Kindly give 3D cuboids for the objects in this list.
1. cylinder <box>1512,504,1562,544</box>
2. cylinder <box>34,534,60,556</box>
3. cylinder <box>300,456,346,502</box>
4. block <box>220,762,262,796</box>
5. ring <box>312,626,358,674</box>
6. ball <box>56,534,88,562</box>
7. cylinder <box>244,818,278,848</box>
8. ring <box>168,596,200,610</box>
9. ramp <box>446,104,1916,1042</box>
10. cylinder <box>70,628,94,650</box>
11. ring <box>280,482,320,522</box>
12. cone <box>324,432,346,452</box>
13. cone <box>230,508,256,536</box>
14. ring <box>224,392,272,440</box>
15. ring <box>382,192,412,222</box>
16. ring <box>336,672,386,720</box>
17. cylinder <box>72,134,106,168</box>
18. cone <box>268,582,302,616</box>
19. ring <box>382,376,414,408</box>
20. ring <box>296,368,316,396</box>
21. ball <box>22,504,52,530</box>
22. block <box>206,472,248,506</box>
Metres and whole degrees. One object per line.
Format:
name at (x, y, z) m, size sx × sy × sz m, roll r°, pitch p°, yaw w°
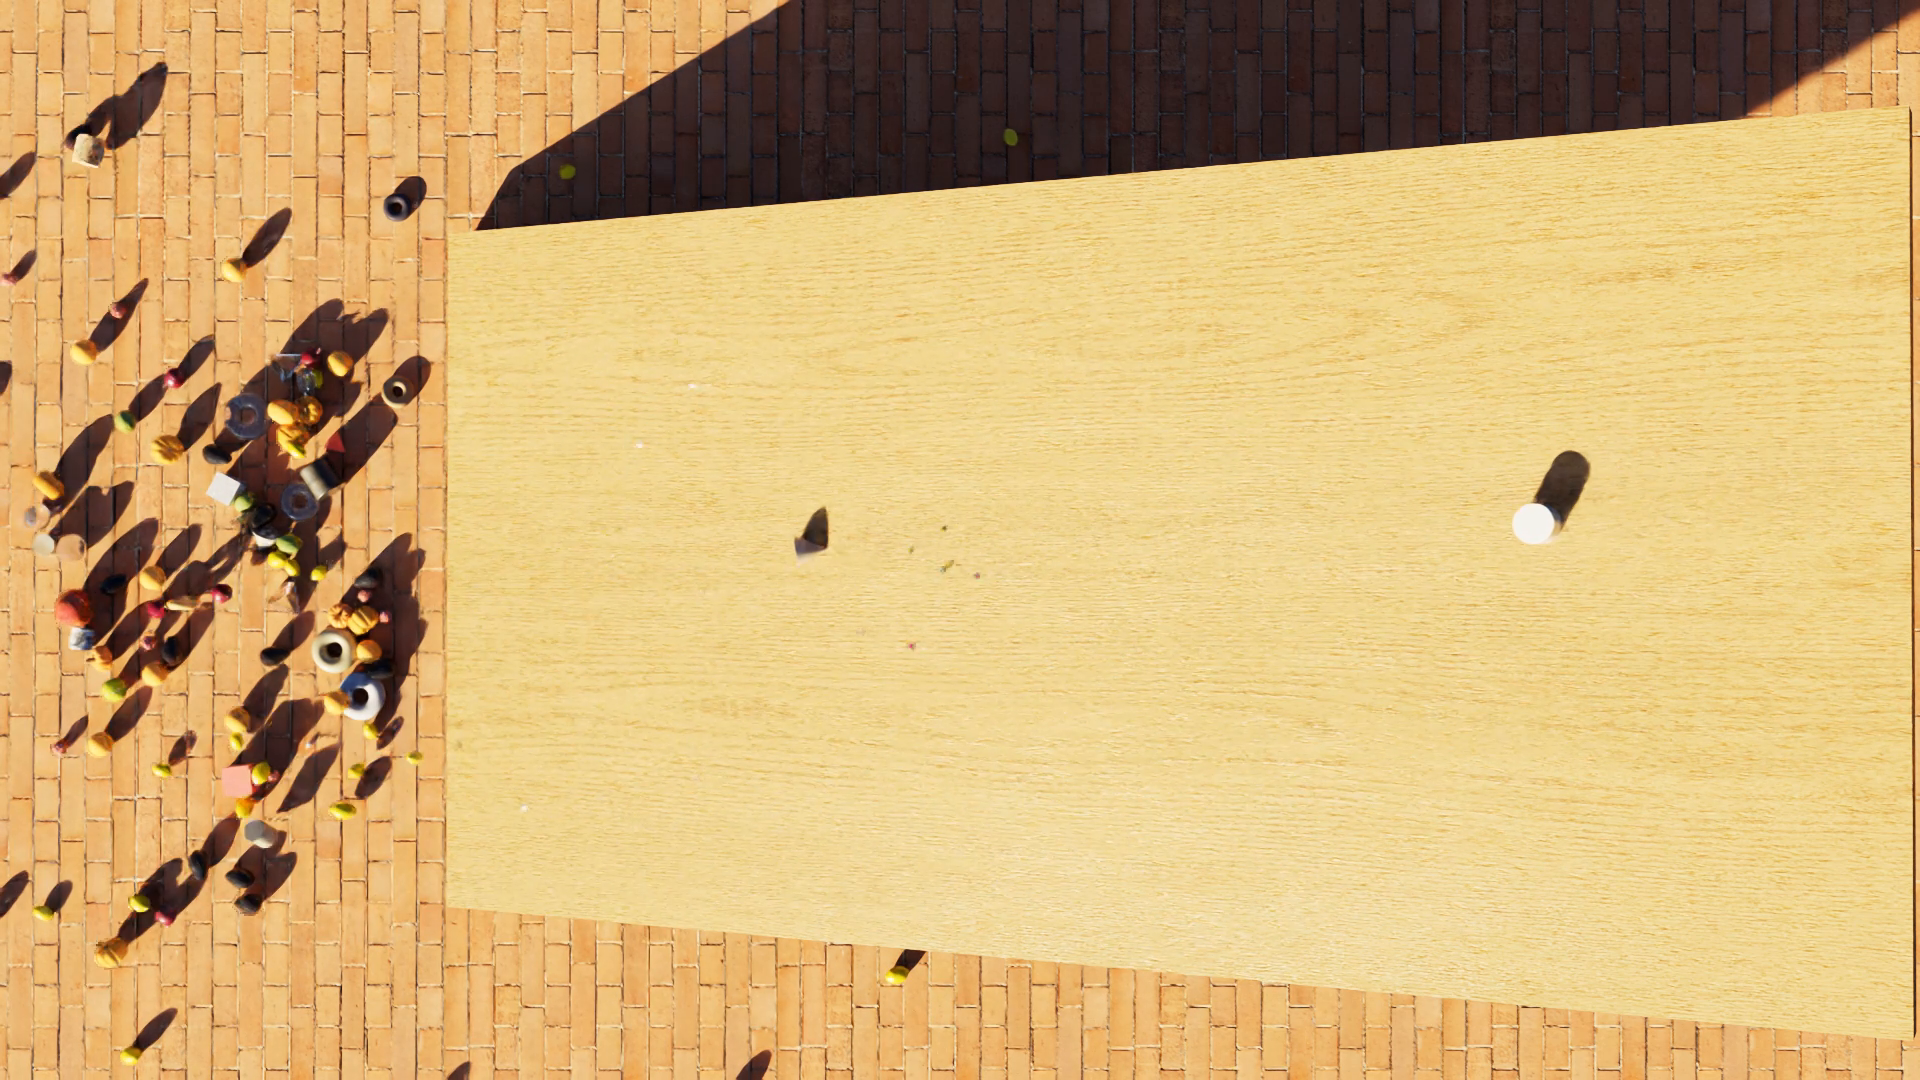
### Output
cylinder at (1.318, -0.037, 5.017) m, size 0.092 × 0.092 × 0.092 m, roll 0°, pitch 89°, yaw 27°
cylinder at (-2.732, 0.016, 6.590) m, size 0.065 × 0.065 × 0.065 m, roll 0°, pitch 89°, yaw 0°
cylinder at (-1.905, -0.182, 6.576) m, size 0.096 × 0.096 × 0.096 m, roll -34°, pitch 89°, yaw 0°
block at (-2.149, 0.716, 6.573) m, size 0.085 × 0.085 × 0.085 m, roll -7°, pitch 89°, yaw 0°
ring at (-1.874, 0.330, 6.596) m, size 0.140 × 0.047 × 0.140 m, roll 0°, pitch 89°, yaw 1°
ball at (-2.658, 0.025, 6.580) m, size 0.086 × 0.086 × 0.086 m, roll 0°, pitch 89°, yaw 0°
cylinder at (-2.081, 0.873, 6.544) m, size 0.069 × 0.069 × 0.069 m, roll -7°, pitch 64°, yaw 14°
ring at (-2.320, 0.188, 6.571) m, size 0.094 × 0.094 × 0.031 m, roll -1°, pitch 103°, yaw 0°
ramp at (0.278, 0.079, 5.660) m, size 4.000 × 0.100 × 2.000 m, roll 0°, pitch 89°, yaw 27°
cylinder at (-2.629, 0.296, 6.588) m, size 0.062 × 0.062 × 0.062 m, roll 5°, pitch 89°, yaw 0°
ring at (-1.982, -0.115, 6.604) m, size 0.123 × 0.041 × 0.123 m, roll 0°, pitch 90°, yaw -1°
cone at (-1.868, -0.281, 6.612) m, size 0.062 × 0.062 × 0.062 m, roll -45°, pitch 116°, yaw 0°
cone at (-2.135, -0.067, 6.606) m, size 0.080 × 0.080 × 0.080 m, roll 27°, pitch 63°, yaw 0°
ring at (-2.139, -0.370, 6.603) m, size 0.145 × 0.048 × 0.145 m, roll 0°, pitch 91°, yaw 0°
ring at (-1.693, -1.001, 6.619) m, size 0.088 × 0.029 × 0.088 m, roll 0°, pitch 90°, yaw -1°
ring at (-1.796, 0.468, 6.594) m, size 0.146 × 0.049 × 0.146 m, roll 0°, pitch 90°, yaw -1°
cylinder at (-2.602, -1.163, 6.571) m, size 0.082 × 0.082 × 0.082 m, roll 13°, pitch 88°, yaw 0°
cone at (-2.007, 0.192, 6.599) m, size 0.096 × 0.096 × 0.096 m, roll -34°, pitch 116°, yaw 0°
ring at (-1.689, -0.446, 6.611) m, size 0.098 × 0.033 × 0.098 m, roll 0°, pitch 90°, yaw -1°
ring at (-1.961, -0.476, 6.592) m, size 0.029 × 0.087 × 0.087 m, roll -14°, pitch 89°, yaw -41°
ball at (-2.763, -0.069, 6.583) m, size 0.081 × 0.081 × 0.081 m, roll 0°, pitch 89°, yaw 0°
block at (-2.195, -0.152, 6.586) m, size 0.076 × 0.076 × 0.076 m, roll 28°, pitch 89°, yaw 0°
